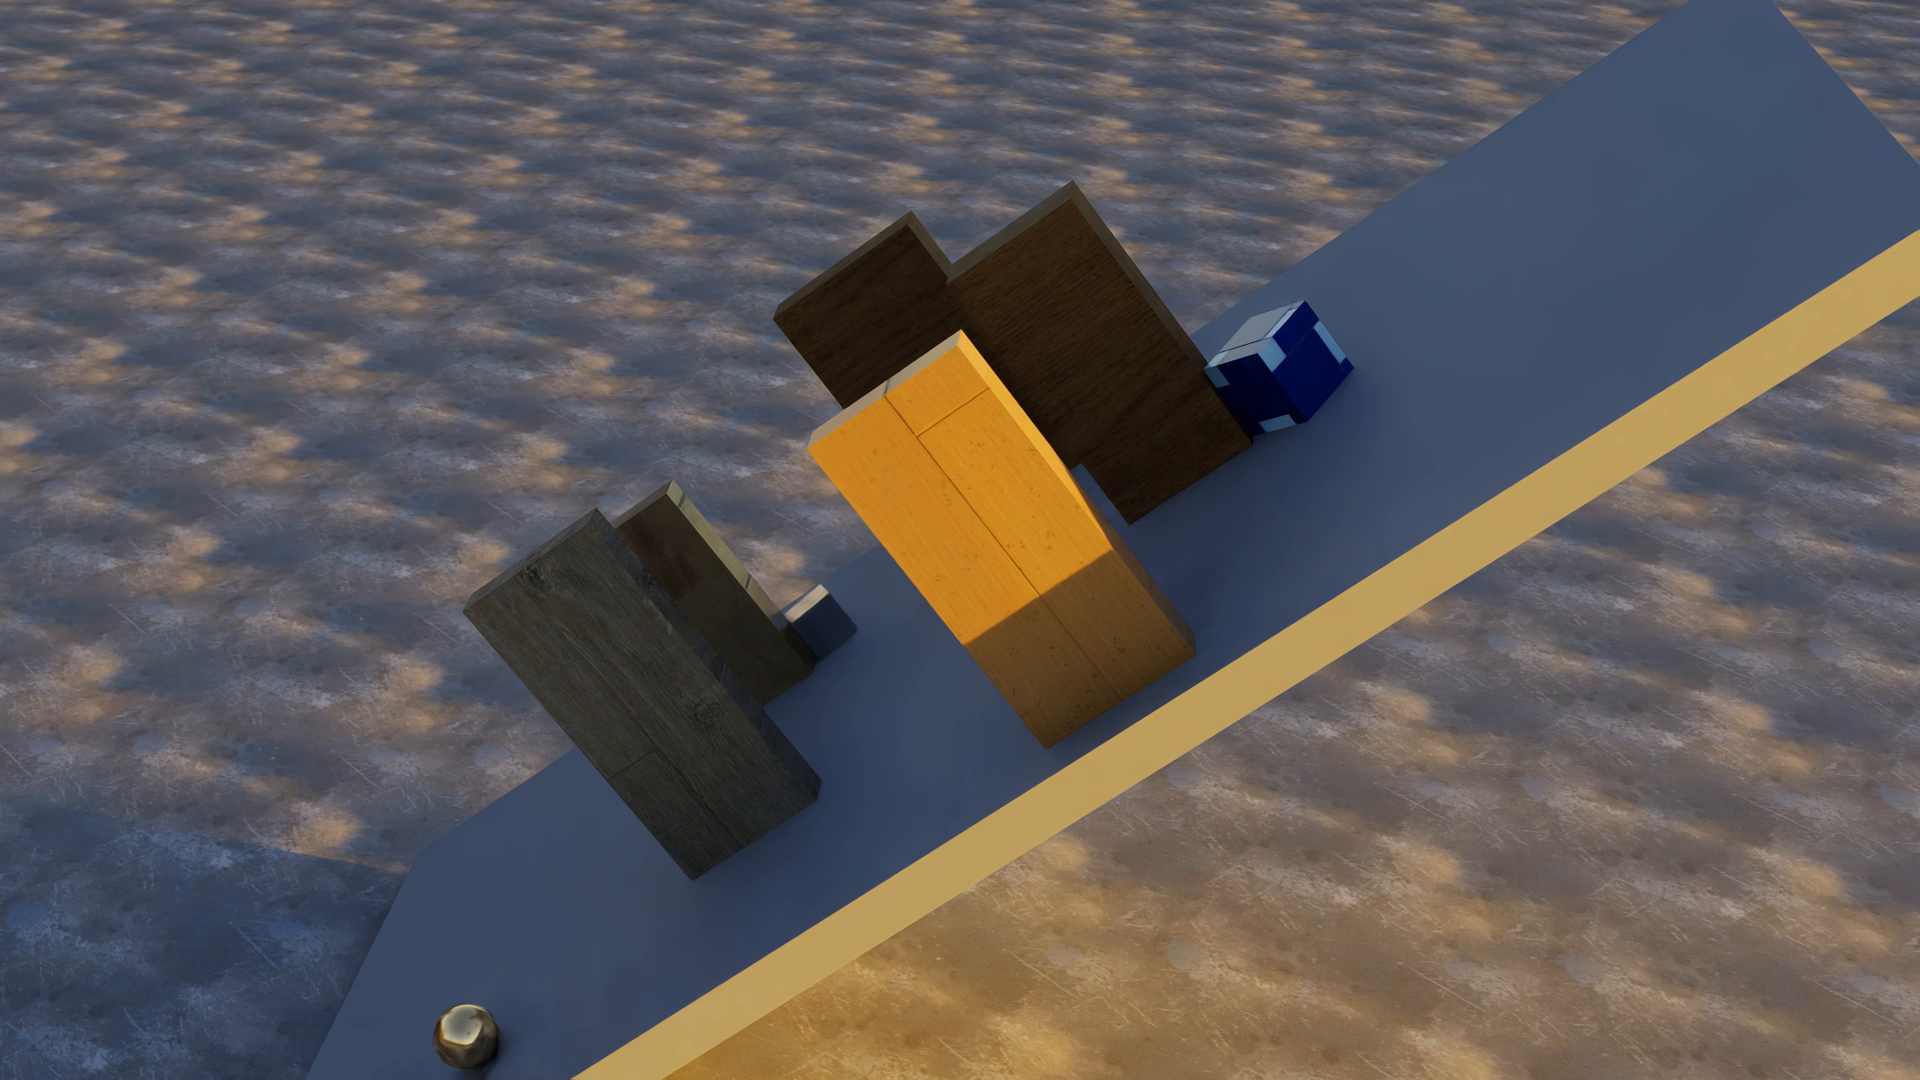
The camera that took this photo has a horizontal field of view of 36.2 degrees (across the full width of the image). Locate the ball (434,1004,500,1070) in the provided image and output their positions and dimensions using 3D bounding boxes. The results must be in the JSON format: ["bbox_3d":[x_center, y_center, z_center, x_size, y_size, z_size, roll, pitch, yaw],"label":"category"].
[{"bbox_3d":[-1.013,1.019,6.037,0.134,0.134,0.134,0,22,0],"label":"ball"}]

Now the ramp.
[{"bbox_3d":[0.131,0.177,6.316,4.000,0.100,2.000,-34,16,16],"label":"ramp"}]

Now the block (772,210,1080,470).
[{"bbox_3d":[-0.064,-0.368,6.820,0.387,0.692,0.114,-34,16,16],"label":"block"}]

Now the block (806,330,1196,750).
[{"bbox_3d":[0.081,0.007,5.357,0.337,0.729,0.093,-34,16,16],"label":"block"}]

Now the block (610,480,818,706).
[{"bbox_3d":[-0.630,0.171,6.824,0.327,0.546,0.091,-34,16,16],"label":"block"}]

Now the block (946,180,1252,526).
[{"bbox_3d":[0.295,-0.388,6.150,0.316,0.649,0.142,-34,16,16],"label":"block"}]

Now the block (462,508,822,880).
[{"bbox_3d":[-0.648,0.323,6.046,0.332,0.750,0.093,-34,16,16],"label":"block"}]

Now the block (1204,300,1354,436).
[{"bbox_3d":[0.663,-0.357,6.119,0.181,0.181,0.181,-47,18,-30],"label":"block"}]

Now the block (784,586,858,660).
[{"bbox_3d":[-0.327,0.193,6.895,0.114,0.114,0.114,-40,15,-5],"label":"block"}]
